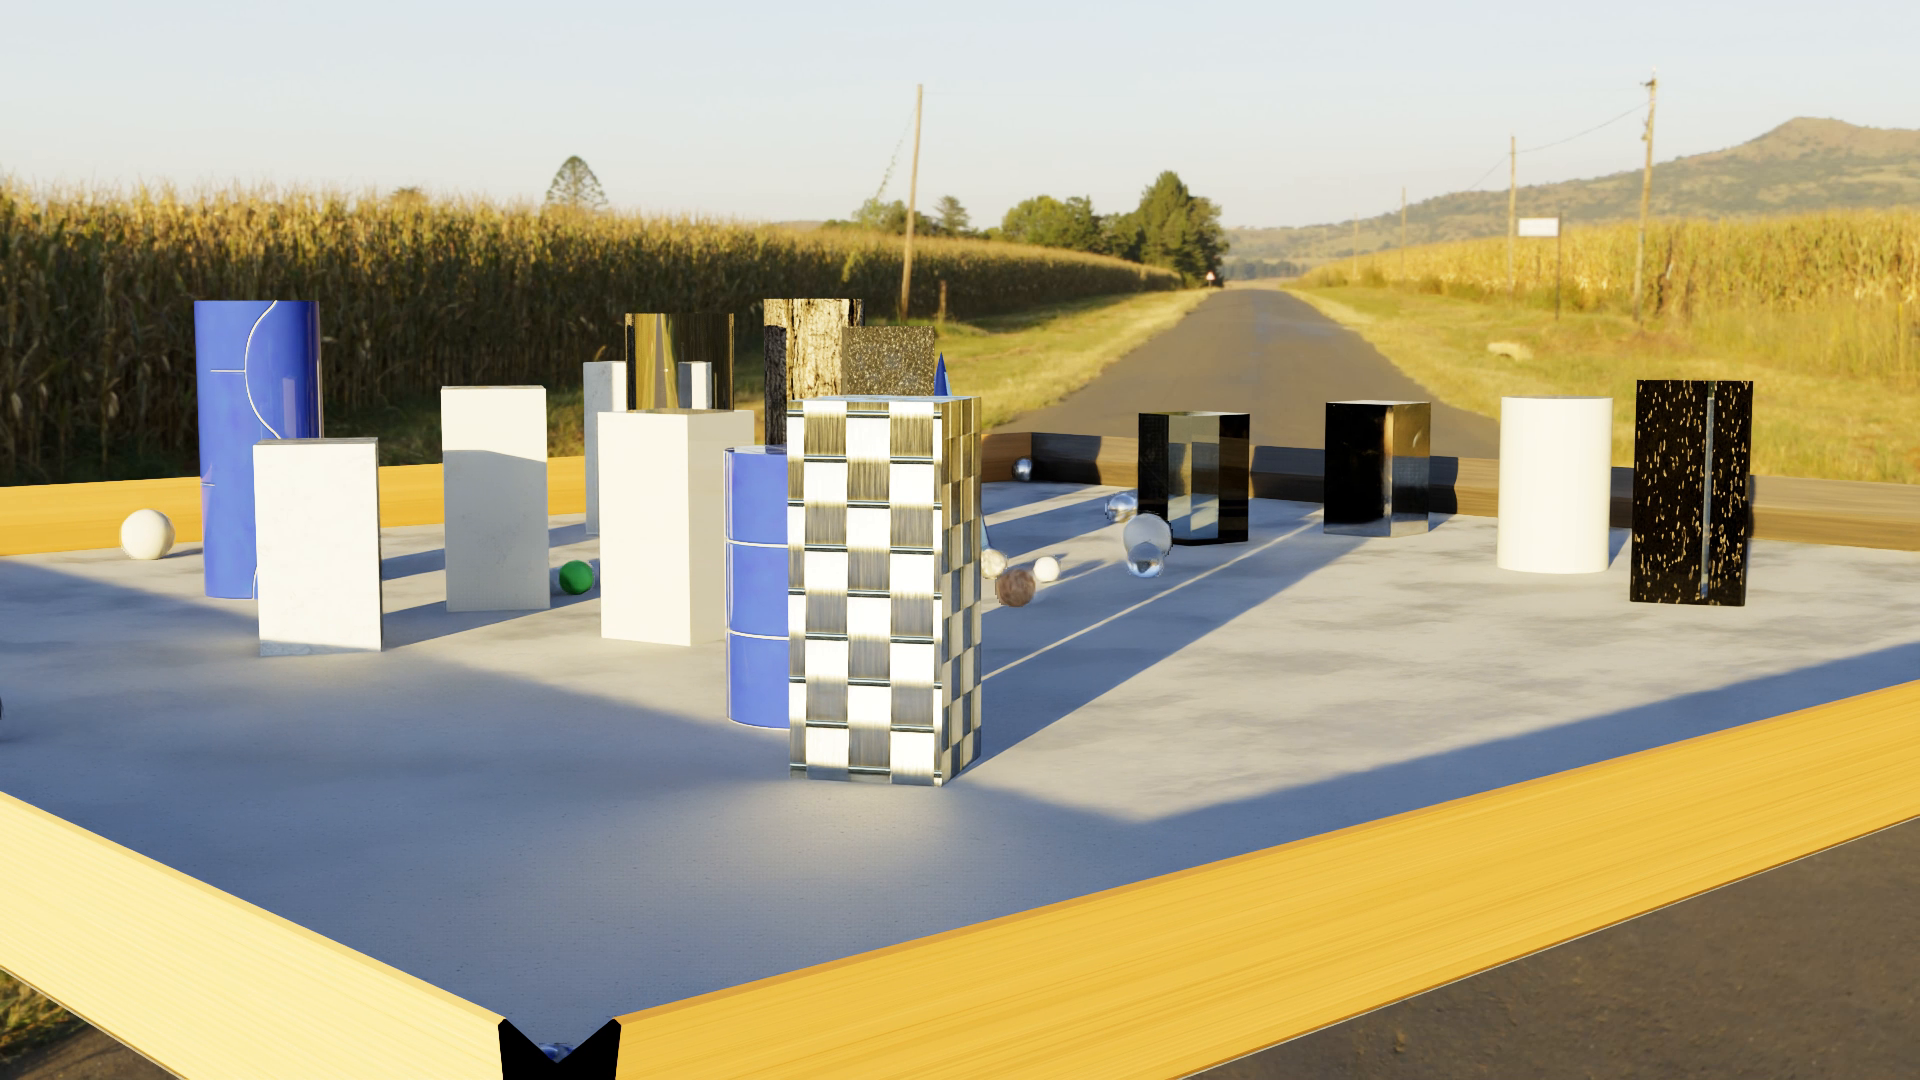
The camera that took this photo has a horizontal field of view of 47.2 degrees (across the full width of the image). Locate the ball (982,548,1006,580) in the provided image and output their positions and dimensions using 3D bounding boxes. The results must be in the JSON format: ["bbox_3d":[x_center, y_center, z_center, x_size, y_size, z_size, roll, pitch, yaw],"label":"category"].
[{"bbox_3d":[0.052,0.039,3.603,0.050,0.050,0.050,0,6,0],"label":"ball"}]

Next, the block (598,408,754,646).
[{"bbox_3d":[-0.382,-0.022,2.981,0.149,0.304,0.149,4,7,30],"label":"block"}]

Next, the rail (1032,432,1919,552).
[{"bbox_3d":[1.262,-0.091,4.490,0.045,0.121,3.230,-6,8,-42],"label":"rail"}]

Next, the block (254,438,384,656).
[{"bbox_3d":[-0.840,0.005,2.888,0.149,0.269,0.149,-1,6,-13],"label":"block"}]

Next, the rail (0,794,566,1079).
[{"bbox_3d":[-1.262,0.154,2.174,0.045,0.121,3.230,-6,8,-42],"label":"rail"}]

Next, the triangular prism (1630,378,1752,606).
[{"bbox_3d":[1.115,-0.077,3.350,0.161,0.336,0.140,2,6,20],"label":"triangular prism"}]

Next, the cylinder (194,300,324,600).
[{"bbox_3d":[-1.087,-0.144,3.424,0.186,0.453,0.186,0,6,0],"label":"cylinder"}]

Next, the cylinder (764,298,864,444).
[{"bbox_3d":[-0.268,-0.216,4.071,0.186,0.458,0.186,0,6,0],"label":"cylinder"}]

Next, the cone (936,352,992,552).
[{"bbox_3d":[-0.034,-0.161,3.996,0.186,0.365,0.186,0,6,0],"label":"cone"}]

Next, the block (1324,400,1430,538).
[{"bbox_3d":[0.820,-0.142,4.325,0.149,0.258,0.149,5,8,40],"label":"block"}]

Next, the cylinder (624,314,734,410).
[{"bbox_3d":[-0.483,-0.174,3.803,0.186,0.433,0.186,0,6,0],"label":"cylinder"}]

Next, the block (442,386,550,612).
[{"bbox_3d":[-0.695,-0.066,3.291,0.149,0.324,0.149,-1,6,-12],"label":"block"}]

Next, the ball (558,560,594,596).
[{"bbox_3d":[-0.594,0.058,3.404,0.054,0.054,0.054,0,6,0],"label":"ball"}]

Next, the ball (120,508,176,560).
[{"bbox_3d":[-1.429,-0.010,3.872,0.091,0.091,0.091,0,6,0],"label":"ball"}]

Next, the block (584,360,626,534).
[{"bbox_3d":[-0.642,-0.184,4.350,0.149,0.336,0.149,2,6,15],"label":"block"}]

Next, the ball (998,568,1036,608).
[{"bbox_3d":[0.084,0.071,3.271,0.057,0.057,0.057,0,6,0],"label":"ball"}]

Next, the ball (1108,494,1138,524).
[{"bbox_3d":[0.335,-0.064,4.525,0.061,0.061,0.061,0,6,0],"label":"ball"}]

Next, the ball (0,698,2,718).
[{"bbox_3d":[-1.024,0.175,2.276,0.060,0.060,0.060,0,6,0],"label":"ball"}]

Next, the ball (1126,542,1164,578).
[{"bbox_3d":[0.304,0.034,3.608,0.061,0.061,0.061,0,6,0],"label":"ball"}]

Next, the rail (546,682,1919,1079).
[{"bbox_3d":[1.079,0.155,2.169,3.482,0.121,0.045,-6,8,-42],"label":"rail"}]

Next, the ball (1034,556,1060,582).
[{"bbox_3d":[0.141,0.047,3.564,0.042,0.042,0.042,0,6,0],"label":"ball"}]

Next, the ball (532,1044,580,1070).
[{"bbox_3d":[-0.207,0.293,1.115,0.072,0.072,0.072,0,6,0],"label":"ball"}]

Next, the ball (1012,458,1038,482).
[{"bbox_3d":[0.165,-0.177,5.584,0.062,0.062,0.062,0,6,0],"label":"ball"}]

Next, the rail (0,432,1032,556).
[{"bbox_3d":[-1.079,-0.092,4.495,3.482,0.121,0.045,-6,8,-42],"label":"rail"}]

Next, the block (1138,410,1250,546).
[{"bbox_3d":[0.444,-0.120,4.188,0.149,0.243,0.149,-5,8,-37],"label":"block"}]

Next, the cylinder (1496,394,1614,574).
[{"bbox_3d":[1.017,-0.099,3.762,0.186,0.291,0.186,0,6,0],"label":"cylinder"}]

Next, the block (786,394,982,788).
[{"bbox_3d":[-0.070,0.043,2.117,0.149,0.357,0.149,2,6,15],"label":"block"}]

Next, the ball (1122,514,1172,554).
[{"bbox_3d":[0.326,-0.004,3.841,0.086,0.086,0.086,0,6,0],"label":"ball"}]

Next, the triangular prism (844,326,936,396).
[{"bbox_3d":[-0.144,-0.138,3.556,0.161,0.413,0.140,-3,7,-29],"label":"triangular prism"}]

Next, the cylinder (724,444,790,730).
[{"bbox_3d":[-0.163,0.046,2.395,0.186,0.291,0.186,0,6,0],"label":"cylinder"}]
